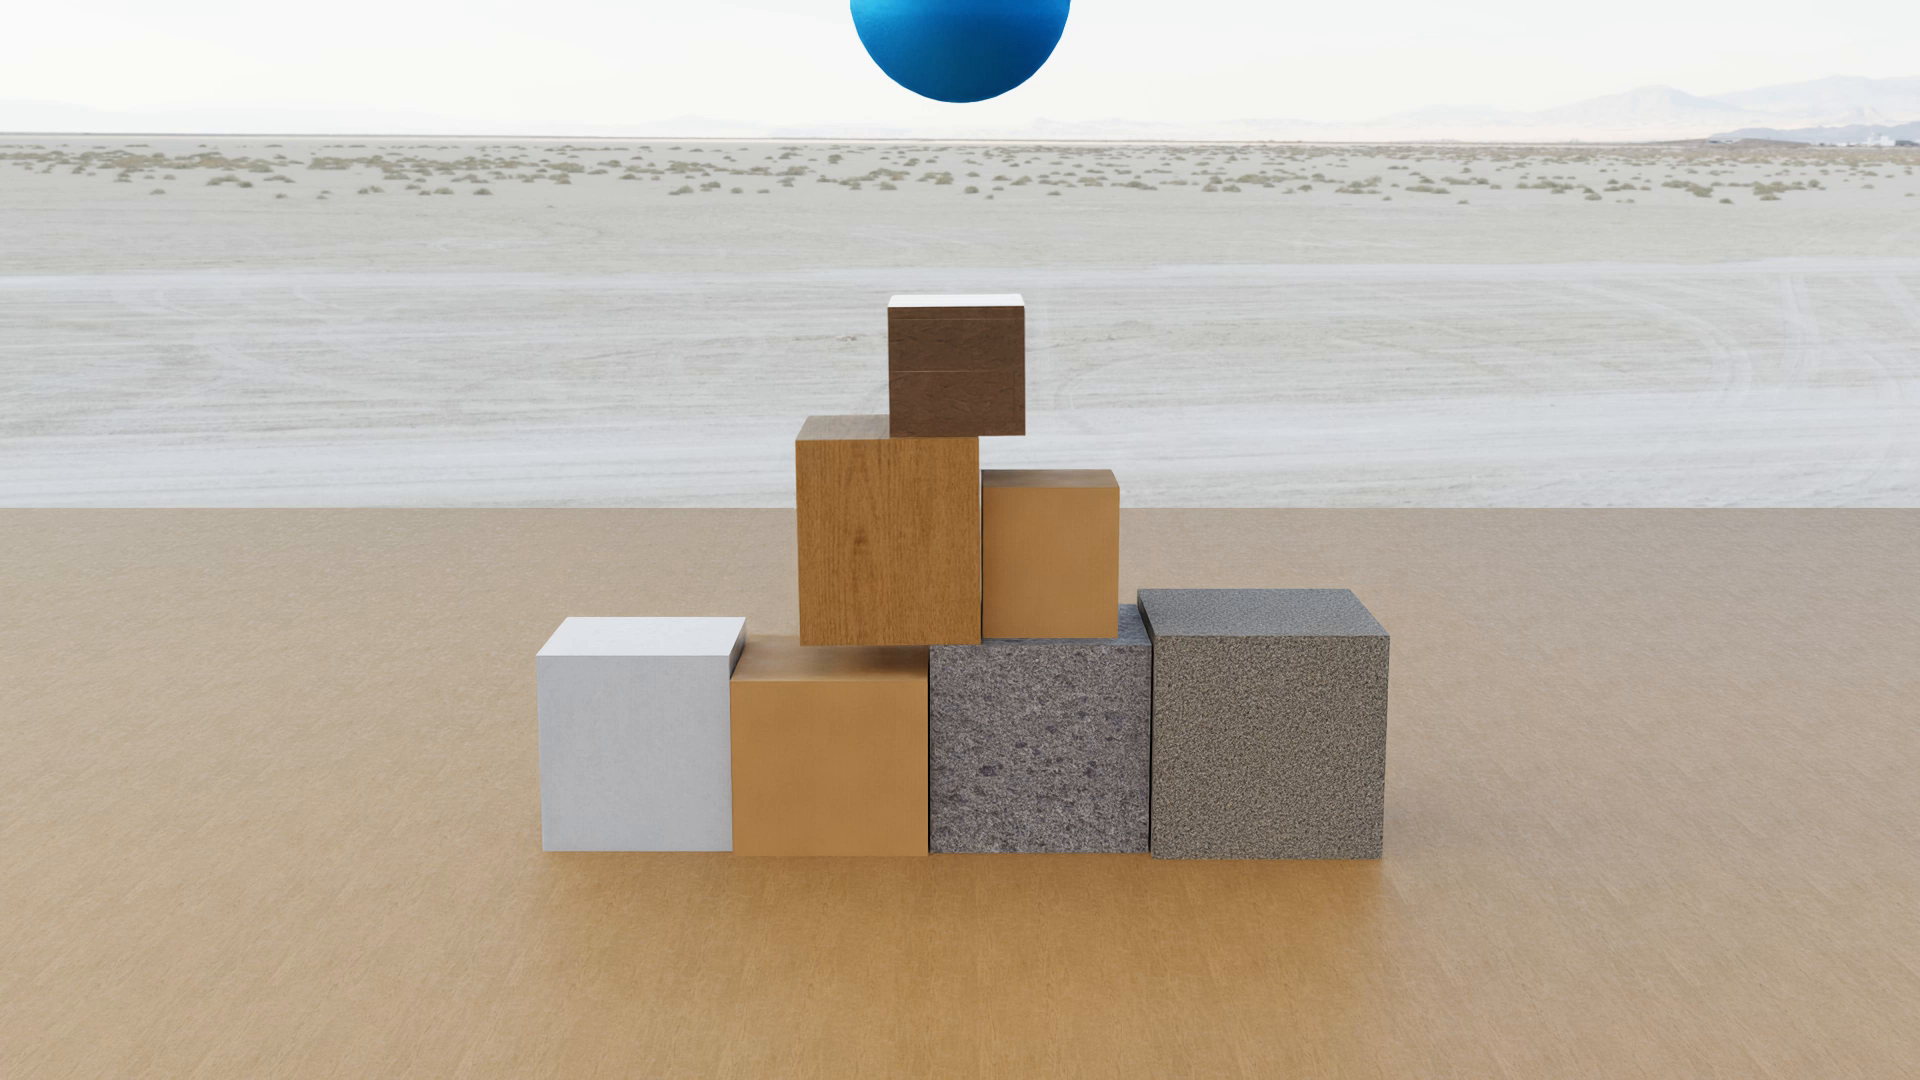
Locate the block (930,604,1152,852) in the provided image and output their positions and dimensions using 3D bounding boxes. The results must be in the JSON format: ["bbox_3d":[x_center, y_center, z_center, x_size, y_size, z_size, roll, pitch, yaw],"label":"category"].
[{"bbox_3d":[0.396,0.951,11.365,1.090,1.062,0.987,0,10,0],"label":"block"}]

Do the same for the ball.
[{"bbox_3d":[0.000,-3.931,15.705,1.600,1.600,1.600,0,10,0],"label":"ball"}]

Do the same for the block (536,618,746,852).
[{"bbox_3d":[-1.612,0.984,11.343,0.951,1.006,0.878,0,10,0],"label":"block"}]

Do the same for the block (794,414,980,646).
[{"bbox_3d":[-0.347,-0.072,11.186,0.888,1.020,0.975,-1,10,0],"label":"block"}]

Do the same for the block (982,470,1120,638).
[{"bbox_3d":[0.449,0.060,11.177,0.673,0.759,0.608,0,10,0],"label":"block"}]

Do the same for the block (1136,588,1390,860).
[{"bbox_3d":[1.519,0.920,11.333,1.137,1.134,1.136,0,10,0],"label":"block"}]

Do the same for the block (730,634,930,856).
[{"bbox_3d":[-0.643,1.037,11.366,0.968,0.893,1.053,0,10,0],"label":"block"}]

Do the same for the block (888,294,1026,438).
[{"bbox_3d":[-0.015,-0.885,11.016,0.660,0.632,0.794,-1,10,0],"label":"block"}]
